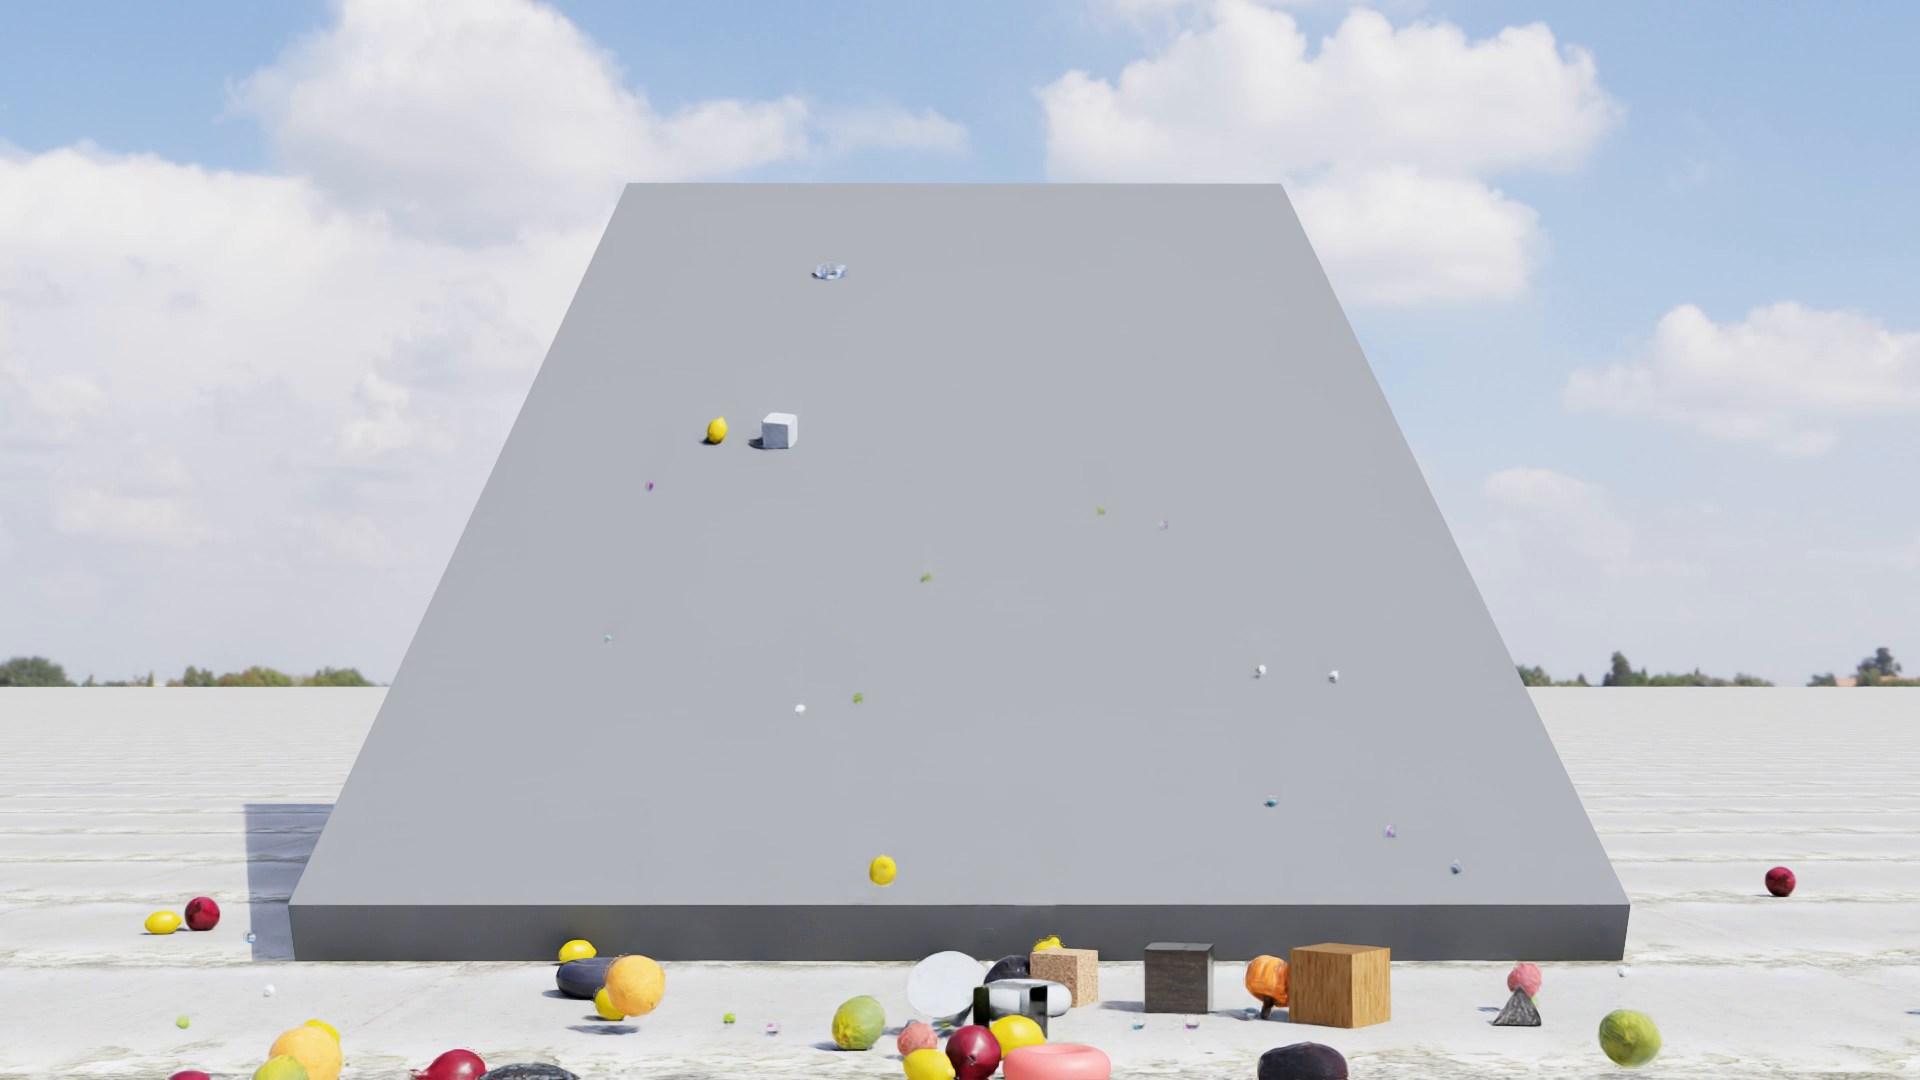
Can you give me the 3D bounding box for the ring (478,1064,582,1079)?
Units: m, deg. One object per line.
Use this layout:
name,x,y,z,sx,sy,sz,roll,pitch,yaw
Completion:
ring,-0.323,0.456,1.708,0.145,0.145,0.048,2,3,-28

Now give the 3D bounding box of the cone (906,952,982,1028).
cone,-0.009,0.560,2.793,0.094,0.094,0.094,-1,-46,17

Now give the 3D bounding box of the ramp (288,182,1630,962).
ramp,-0.008,-0.228,5.313,2.000,0.100,4.000,0,24,0

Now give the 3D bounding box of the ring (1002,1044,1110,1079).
ring,0.101,0.551,2.433,0.114,0.038,0.114,0,-5,0

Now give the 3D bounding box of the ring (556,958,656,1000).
ring,-0.476,0.590,3.135,0.136,0.045,0.136,1,-4,0

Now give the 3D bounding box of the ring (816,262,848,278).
ring,-0.346,-0.726,6.265,0.087,0.029,0.087,-1,25,0

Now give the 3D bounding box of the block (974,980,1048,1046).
block,0.060,0.556,2.737,0.064,0.064,0.064,-2,-4,34

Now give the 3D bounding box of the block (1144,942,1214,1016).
block,0.282,0.563,2.990,0.081,0.081,0.081,-1,-4,12

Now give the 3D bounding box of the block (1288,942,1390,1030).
block,0.471,0.552,2.886,0.090,0.090,0.090,-3,-5,41

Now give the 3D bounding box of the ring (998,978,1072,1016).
ring,0.084,0.582,2.957,0.117,0.039,0.117,1,-4,0

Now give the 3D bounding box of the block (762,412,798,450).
block,-0.398,-0.240,5.141,0.060,0.060,0.060,6,25,13

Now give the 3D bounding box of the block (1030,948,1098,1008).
block,0.137,0.573,3.052,0.067,0.067,0.067,-2,-4,27
